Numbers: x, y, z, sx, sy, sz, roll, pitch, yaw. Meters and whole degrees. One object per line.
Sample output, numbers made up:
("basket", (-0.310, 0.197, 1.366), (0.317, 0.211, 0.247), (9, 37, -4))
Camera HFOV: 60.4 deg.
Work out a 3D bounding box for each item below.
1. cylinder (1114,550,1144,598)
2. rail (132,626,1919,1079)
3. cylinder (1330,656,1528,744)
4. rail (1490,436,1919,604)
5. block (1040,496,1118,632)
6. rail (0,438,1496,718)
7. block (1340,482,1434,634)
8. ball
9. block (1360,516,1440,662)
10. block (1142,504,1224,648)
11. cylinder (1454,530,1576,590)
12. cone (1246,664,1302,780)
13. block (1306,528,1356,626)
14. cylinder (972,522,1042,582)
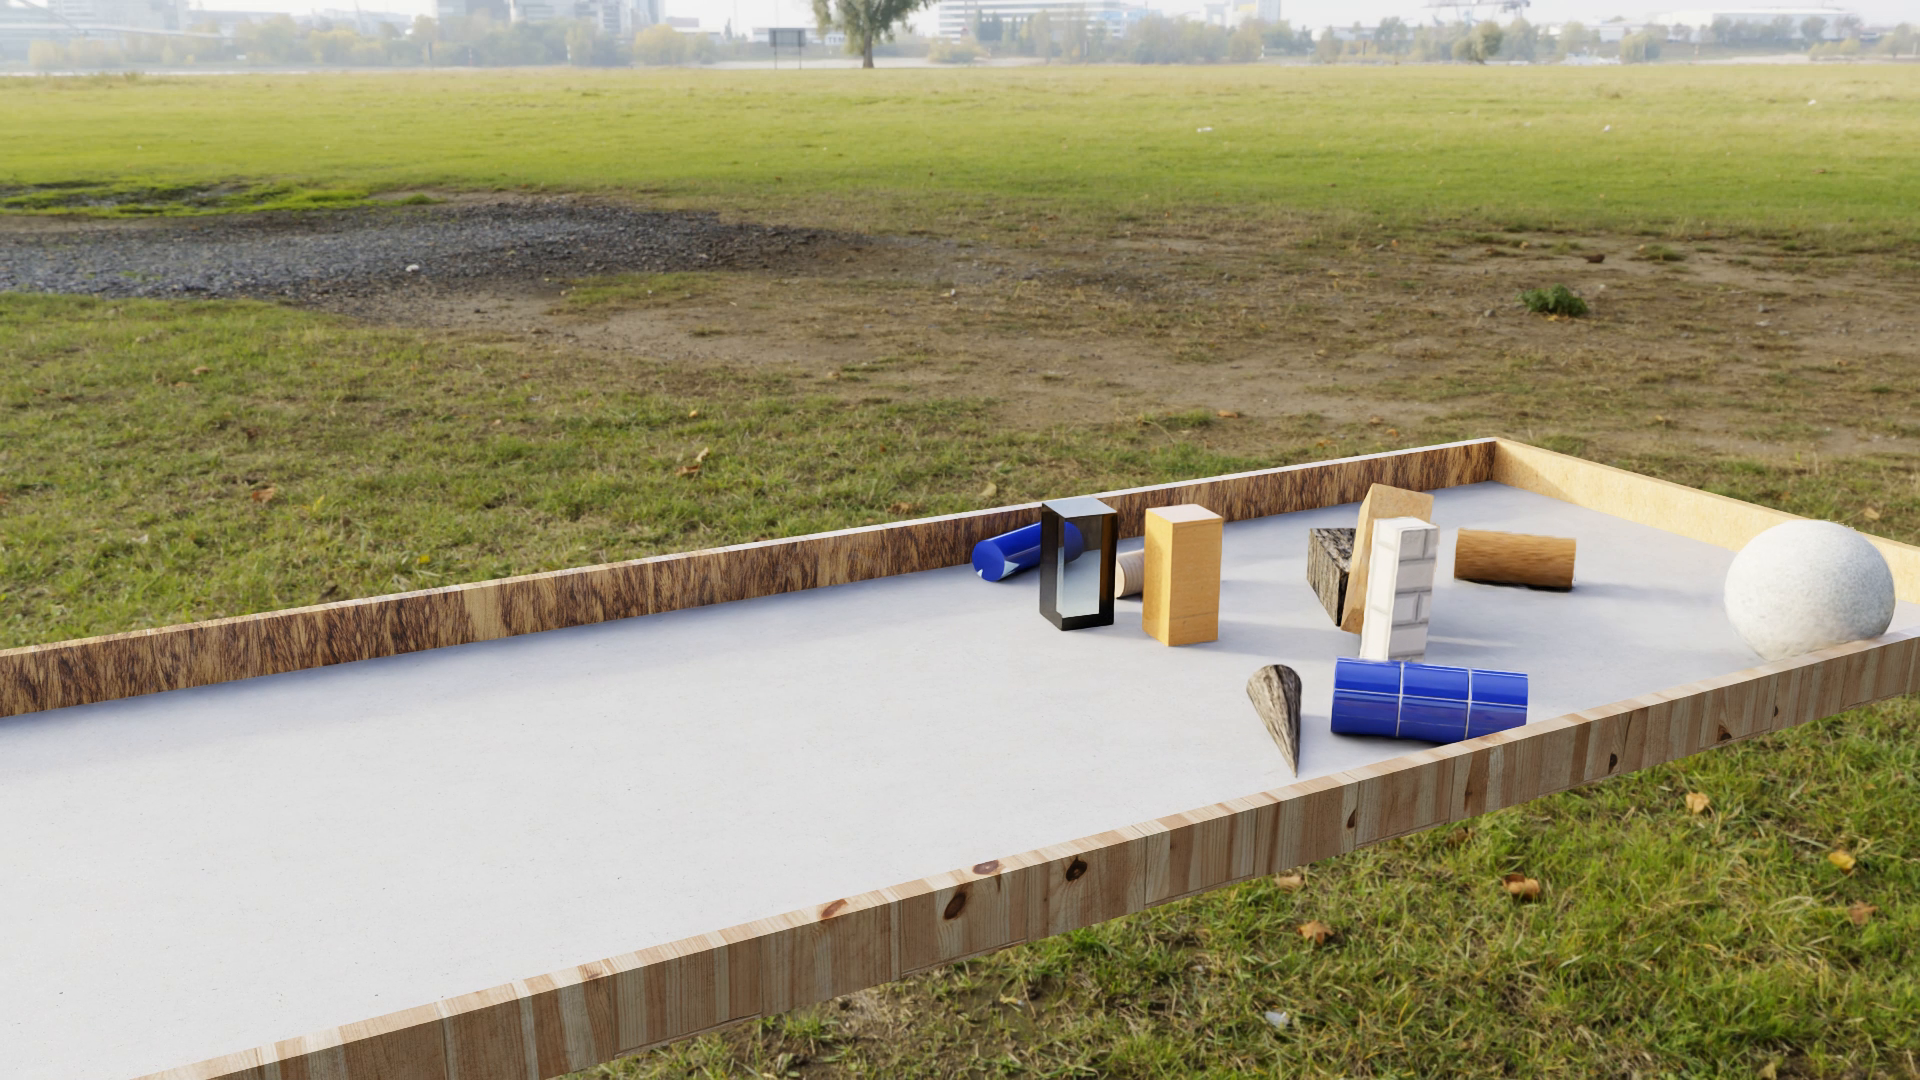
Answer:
("cylinder", (0.565, 0.084, 4.849), (0.302, 0.123, 0.123), (-10, 19, -31))
("rail", (-2.336, 1.006, 1.665), (12.000, 0.150, 0.050), (-9, 18, -27))
("cylinder", (1.070, 0.371, 3.777), (0.420, 0.177, 0.177), (4, 17, 14))
("rail", (2.466, -0.048, 5.253), (0.050, 0.150, 2.100), (-9, 18, -27))
("block", (0.325, 0.065, 4.552), (0.157, 0.325, 0.157), (-6, 19, -20))
("rail", (-3.305, 0.497, 3.399), (12.000, 0.150, 0.050), (-9, 18, -27))
("block", (1.144, 0.062, 4.418), (0.163, 0.371, 0.163), (13, -23, 6))
("ball", (2.153, 0.142, 4.186), (0.387, 0.387, 0.387), (0, 16, 0))
("block", (1.094, 0.152, 4.119), (0.111, 0.400, 0.111), (-4, 17, -21))
("block", (0.596, 0.093, 4.430), (0.150, 0.343, 0.150), (-6, 17, -20))
("cylinder", (1.648, 0.056, 4.902), (0.332, 0.147, 0.147), (6, 17, 19))
("cone", (0.740, 0.437, 3.756), (0.129, 0.129, 0.388), (1, 26, 2))
("block", (1.118, 0.102, 4.727), (0.159, 0.159, 0.432), (0, 16, 1))
("cylinder", (0.198, 0.025, 5.045), (0.126, 0.126, 0.350), (14, 21, 39))
